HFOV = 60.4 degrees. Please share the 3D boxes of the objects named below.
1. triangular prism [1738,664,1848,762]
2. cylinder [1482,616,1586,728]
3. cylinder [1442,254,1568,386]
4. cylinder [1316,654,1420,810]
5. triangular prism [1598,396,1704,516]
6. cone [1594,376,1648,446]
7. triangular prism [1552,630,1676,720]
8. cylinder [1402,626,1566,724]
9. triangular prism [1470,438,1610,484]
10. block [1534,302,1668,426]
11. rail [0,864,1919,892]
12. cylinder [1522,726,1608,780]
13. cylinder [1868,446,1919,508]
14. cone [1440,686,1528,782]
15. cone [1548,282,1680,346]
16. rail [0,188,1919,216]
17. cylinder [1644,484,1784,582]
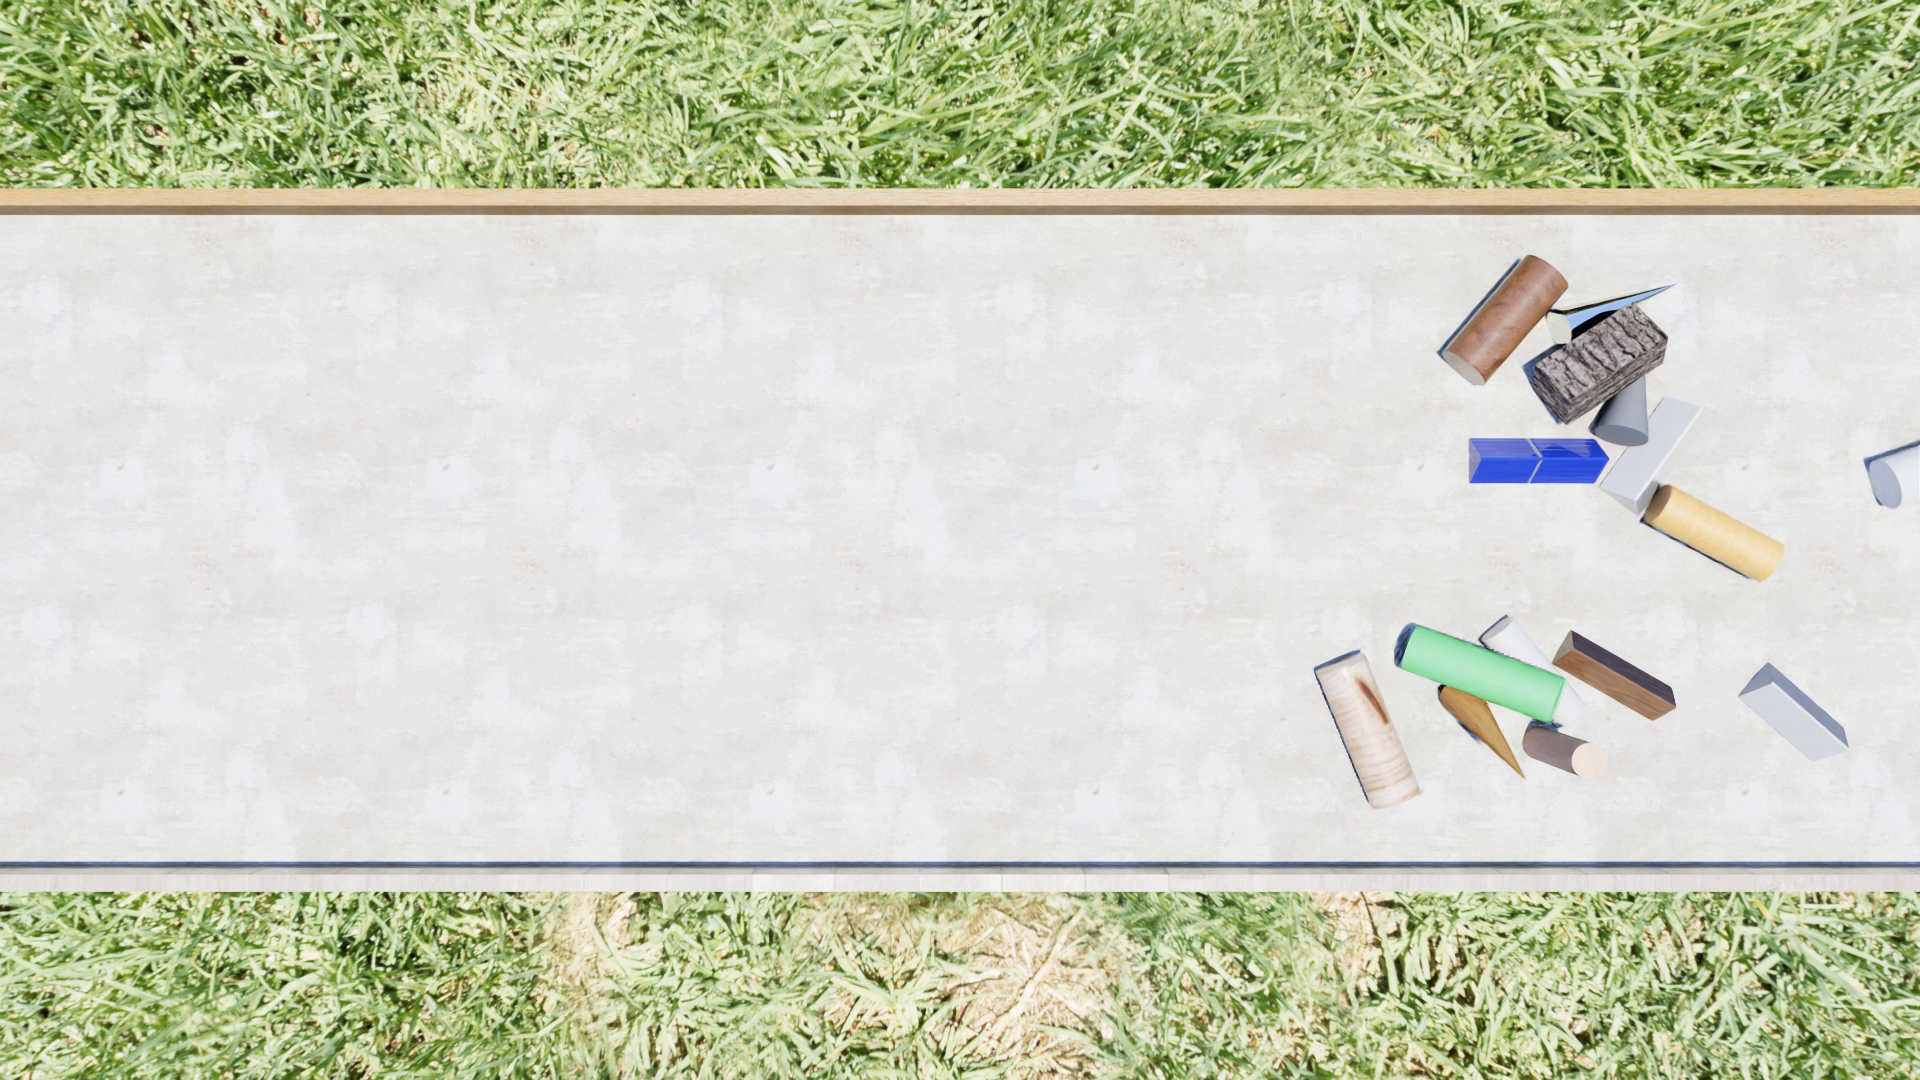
[{"bbox_3d":[2.554,0.529,5.013,0.306,0.121,0.140,41,90,0],"label":"triangular prism"},{"bbox_3d":[1.746,0.402,5.018,0.117,0.117,0.345,-40,90,0],"label":"cylinder"},{"bbox_3d":[1.650,-0.665,4.996,0.161,0.161,0.384,41,90,0],"label":"cylinder"},{"bbox_3d":[1.238,0.578,4.999,0.155,0.155,0.445,-22,90,0],"label":"cylinder"},{"bbox_3d":[2.126,-0.257,5.008,0.149,0.129,0.346,36,90,0],"label":"triangular prism"},{"bbox_3d":[2.055,-0.469,5.038,0.155,0.155,0.331,18,77,0],"label":"cone"},{"bbox_3d":[2.003,0.417,5.022,0.358,0.103,0.118,30,90,0],"label":"triangular prism"},{"bbox_3d":[1.558,0.399,4.921,0.445,0.143,0.143,21,90,24],"label":"cylinder"},{"bbox_3d":[1.759,-0.244,5.014,0.386,0.118,0.137,0,90,0],"label":"triangular prism"},{"bbox_3d":[1.927,-0.530,4.970,0.350,0.157,0.157,-33,61,0],"label":"block"},{"bbox_3d":[-2.247,1.025,5.001,12.000,0.150,0.050,0,90,0],"label":"rail"},{"bbox_3d":[1.781,0.625,4.870,0.103,0.413,0.103,0,90,0],"label":"cylinder"},{"bbox_3d":[2.957,-0.220,4.998,0.325,0.158,0.158,-18,90,0],"label":"cylinder"},{"bbox_3d":[1.564,0.576,4.846,0.122,0.460,0.122,-4,118,-8],"label":"cone"},{"bbox_3d":[2.020,-0.719,5.046,0.427,0.123,0.123,-20,90,-8],"label":"cone"},{"bbox_3d":[-2.247,-1.025,5.002,12.000,0.150,0.050,0,90,0],"label":"rail"},{"bbox_3d":[2.289,-0.021,5.010,0.383,0.134,0.134,28,90,0],"label":"cylinder"}]
